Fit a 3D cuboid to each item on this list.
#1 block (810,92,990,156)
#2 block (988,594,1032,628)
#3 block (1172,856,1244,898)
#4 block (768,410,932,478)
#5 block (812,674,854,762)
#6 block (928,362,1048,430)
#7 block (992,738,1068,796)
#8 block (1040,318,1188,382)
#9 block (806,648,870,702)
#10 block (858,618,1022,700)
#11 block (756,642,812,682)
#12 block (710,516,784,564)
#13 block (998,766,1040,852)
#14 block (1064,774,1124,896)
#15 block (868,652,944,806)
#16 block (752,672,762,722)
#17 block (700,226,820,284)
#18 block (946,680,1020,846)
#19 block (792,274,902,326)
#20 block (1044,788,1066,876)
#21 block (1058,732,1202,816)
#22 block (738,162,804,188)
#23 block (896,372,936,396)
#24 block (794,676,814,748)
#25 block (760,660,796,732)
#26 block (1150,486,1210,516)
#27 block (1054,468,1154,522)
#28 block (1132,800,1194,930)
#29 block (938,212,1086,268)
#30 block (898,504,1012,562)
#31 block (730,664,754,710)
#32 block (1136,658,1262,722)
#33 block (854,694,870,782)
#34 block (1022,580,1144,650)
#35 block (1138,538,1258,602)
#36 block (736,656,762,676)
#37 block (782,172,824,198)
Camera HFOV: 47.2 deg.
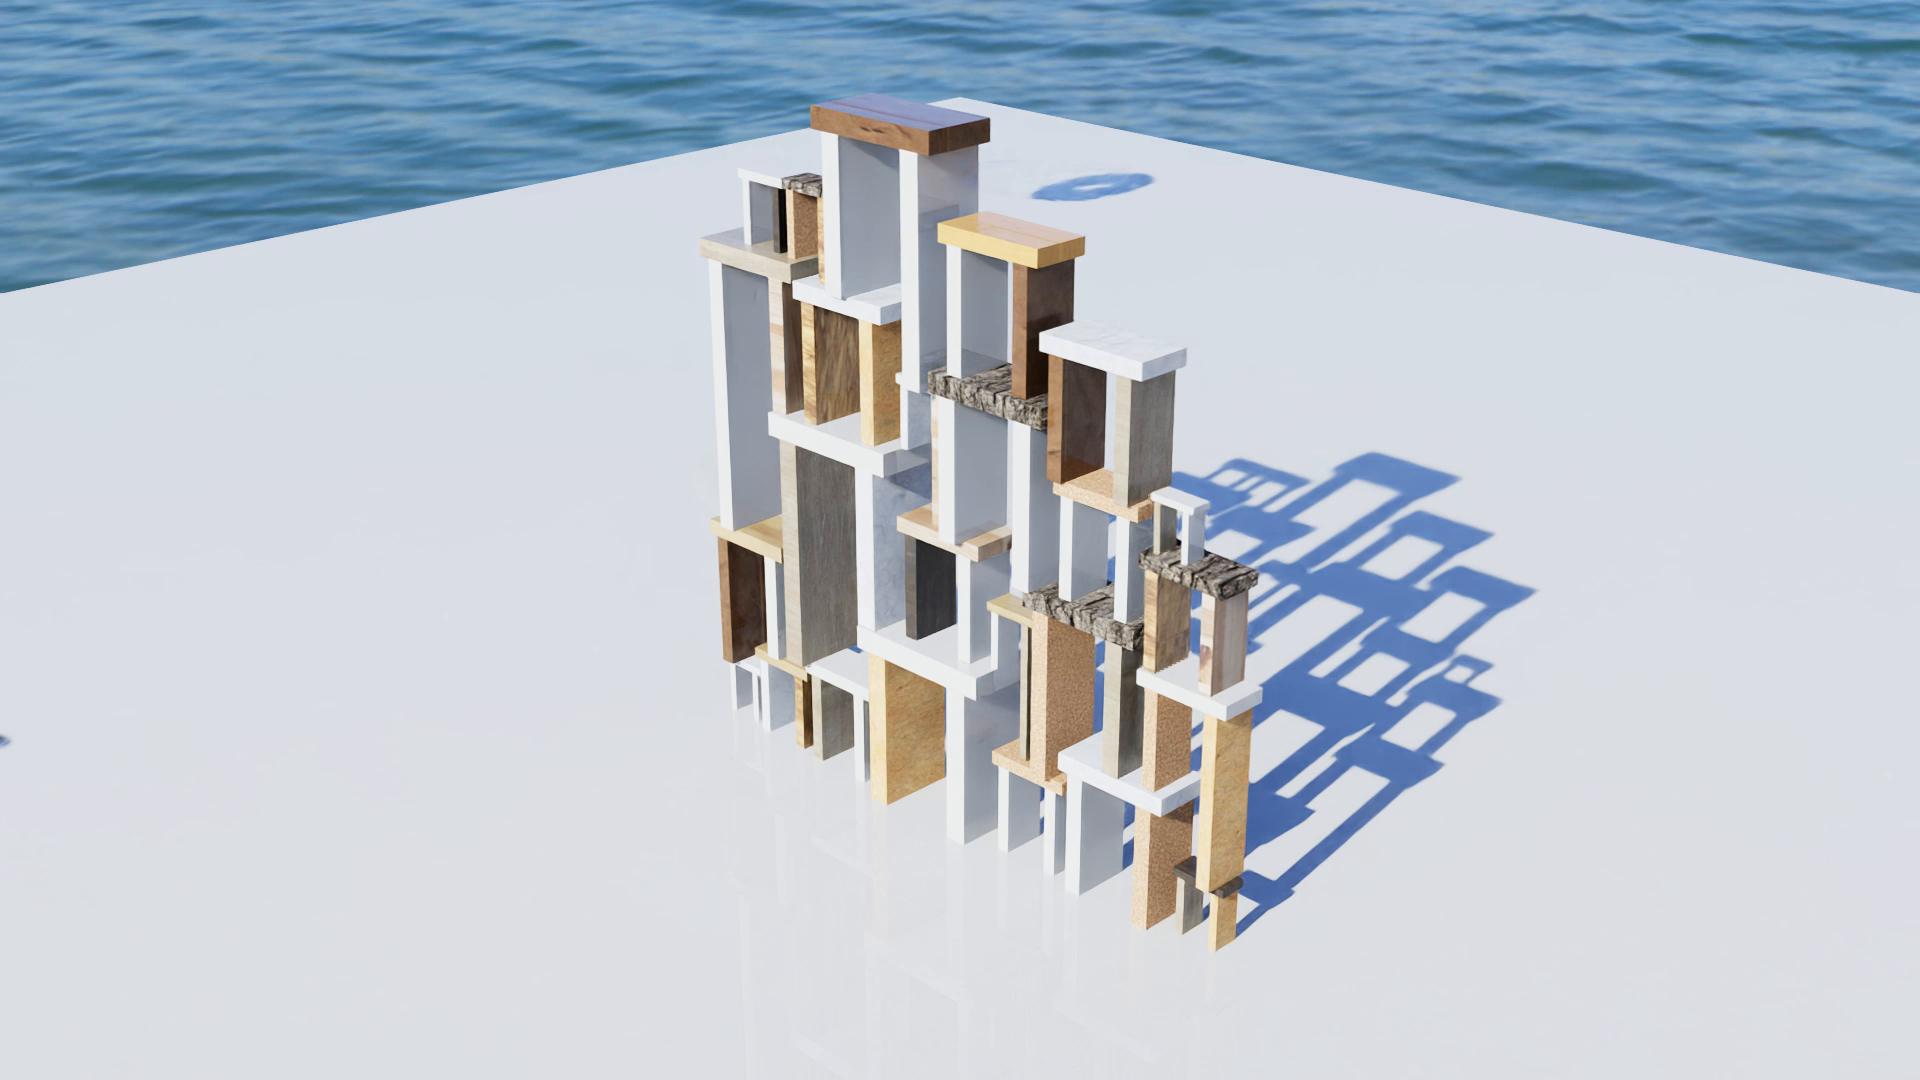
[{"bbox_3d":[-0.111,-0.762,4.019,0.312,0.044,0.156,21,31,40],"label":"block"},{"bbox_3d":[0.114,0.133,4.156,0.117,0.017,0.059,21,31,41],"label":"block"},{"bbox_3d":[0.450,0.612,3.997,0.058,0.017,0.117,-21,31,-40],"label":"block"},{"bbox_3d":[-0.206,-0.211,4.364,0.168,0.048,0.337,-21,31,-41],"label":"block"},{"bbox_3d":[-0.266,0.361,4.659,0.028,0.195,0.098,21,31,41],"label":"block"},{"bbox_3d":[0.092,-0.271,4.002,0.286,0.041,0.143,21,31,41],"label":"block"},{"bbox_3d":[0.160,0.433,4.236,0.184,0.026,0.092,21,31,41],"label":"block"},{"bbox_3d":[0.263,-0.330,3.797,0.117,0.033,0.235,-21,31,-40],"label":"block"},{"bbox_3d":[-0.220,0.277,4.574,0.195,0.028,0.098,21,31,41],"label":"block"},{"bbox_3d":[-0.029,0.216,4.342,0.332,0.047,0.166,21,31,41],"label":"block"},{"bbox_3d":[-0.352,0.253,4.706,0.167,0.024,0.084,21,31,41],"label":"block"},{"bbox_3d":[-0.411,-0.015,4.669,0.232,0.033,0.116,21,31,41],"label":"block"},{"bbox_3d":[0.117,0.513,4.317,0.026,0.184,0.092,21,31,41],"label":"block"},{"bbox_3d":[0.257,0.538,4.173,0.035,0.250,0.125,21,31,41],"label":"block"},{"bbox_3d":[-0.107,0.360,4.488,0.047,0.332,0.166,21,31,41],"label":"block"},{"bbox_3d":[-0.427,0.335,4.825,0.057,0.113,0.016,-21,31,-41],"label":"block"},{"bbox_3d":[-0.378,-0.573,4.396,0.277,0.039,0.139,21,31,40],"label":"block"},{"bbox_3d":[0.049,0.421,4.344,0.047,0.332,0.166,21,31,41],"label":"block"},{"bbox_3d":[-0.193,-0.469,4.231,0.124,0.035,0.248,-21,31,-41],"label":"block"},{"bbox_3d":[0.203,0.547,4.237,0.026,0.184,0.092,21,31,41],"label":"block"},{"bbox_3d":[0.316,0.429,4.063,0.250,0.035,0.125,21,31,41],"label":"block"},{"bbox_3d":[-0.368,-0.717,4.322,0.132,0.019,0.066,21,31,40],"label":"block"},{"bbox_3d":[-0.053,-0.299,4.157,0.064,0.018,0.129,-21,31,-40],"label":"block"},{"bbox_3d":[-0.312,0.356,4.707,0.024,0.167,0.084,21,31,41],"label":"block"},{"bbox_3d":[-0.391,0.325,4.780,0.024,0.167,0.084,21,31,41],"label":"block"},{"bbox_3d":[0.379,-0.068,3.778,0.093,0.013,0.046,23,30,39],"label":"block"},{"bbox_3d":[0.272,-0.083,3.897,0.099,0.028,0.199,-21,31,-41],"label":"block"},{"bbox_3d":[0.375,0.584,4.064,0.035,0.250,0.125,21,31,41],"label":"block"},{"bbox_3d":[0.090,-0.534,3.898,0.122,0.035,0.245,-21,31,-40],"label":"block"},{"bbox_3d":[-0.005,-0.017,4.229,0.220,0.031,0.110,21,31,40],"label":"block"},{"bbox_3d":[-0.480,0.314,4.874,0.016,0.113,0.057,21,31,41],"label":"block"},{"bbox_3d":[0.421,0.257,3.871,0.101,0.029,0.202,-21,31,-40],"label":"block"},{"bbox_3d":[-0.174,0.397,4.575,0.028,0.195,0.098,21,31,41],"label":"block"},{"bbox_3d":[0.257,0.123,4.004,0.134,0.038,0.268,-21,31,-41],"label":"block"},{"bbox_3d":[0.412,0.050,3.800,0.094,0.027,0.189,-22,33,-40],"label":"block"},{"bbox_3d":[-0.453,0.265,4.824,0.113,0.016,0.057,21,31,41],"label":"block"},{"bbox_3d":[-0.273,-0.681,4.228,0.136,0.019,0.068,21,31,40],"label":"block"}]
